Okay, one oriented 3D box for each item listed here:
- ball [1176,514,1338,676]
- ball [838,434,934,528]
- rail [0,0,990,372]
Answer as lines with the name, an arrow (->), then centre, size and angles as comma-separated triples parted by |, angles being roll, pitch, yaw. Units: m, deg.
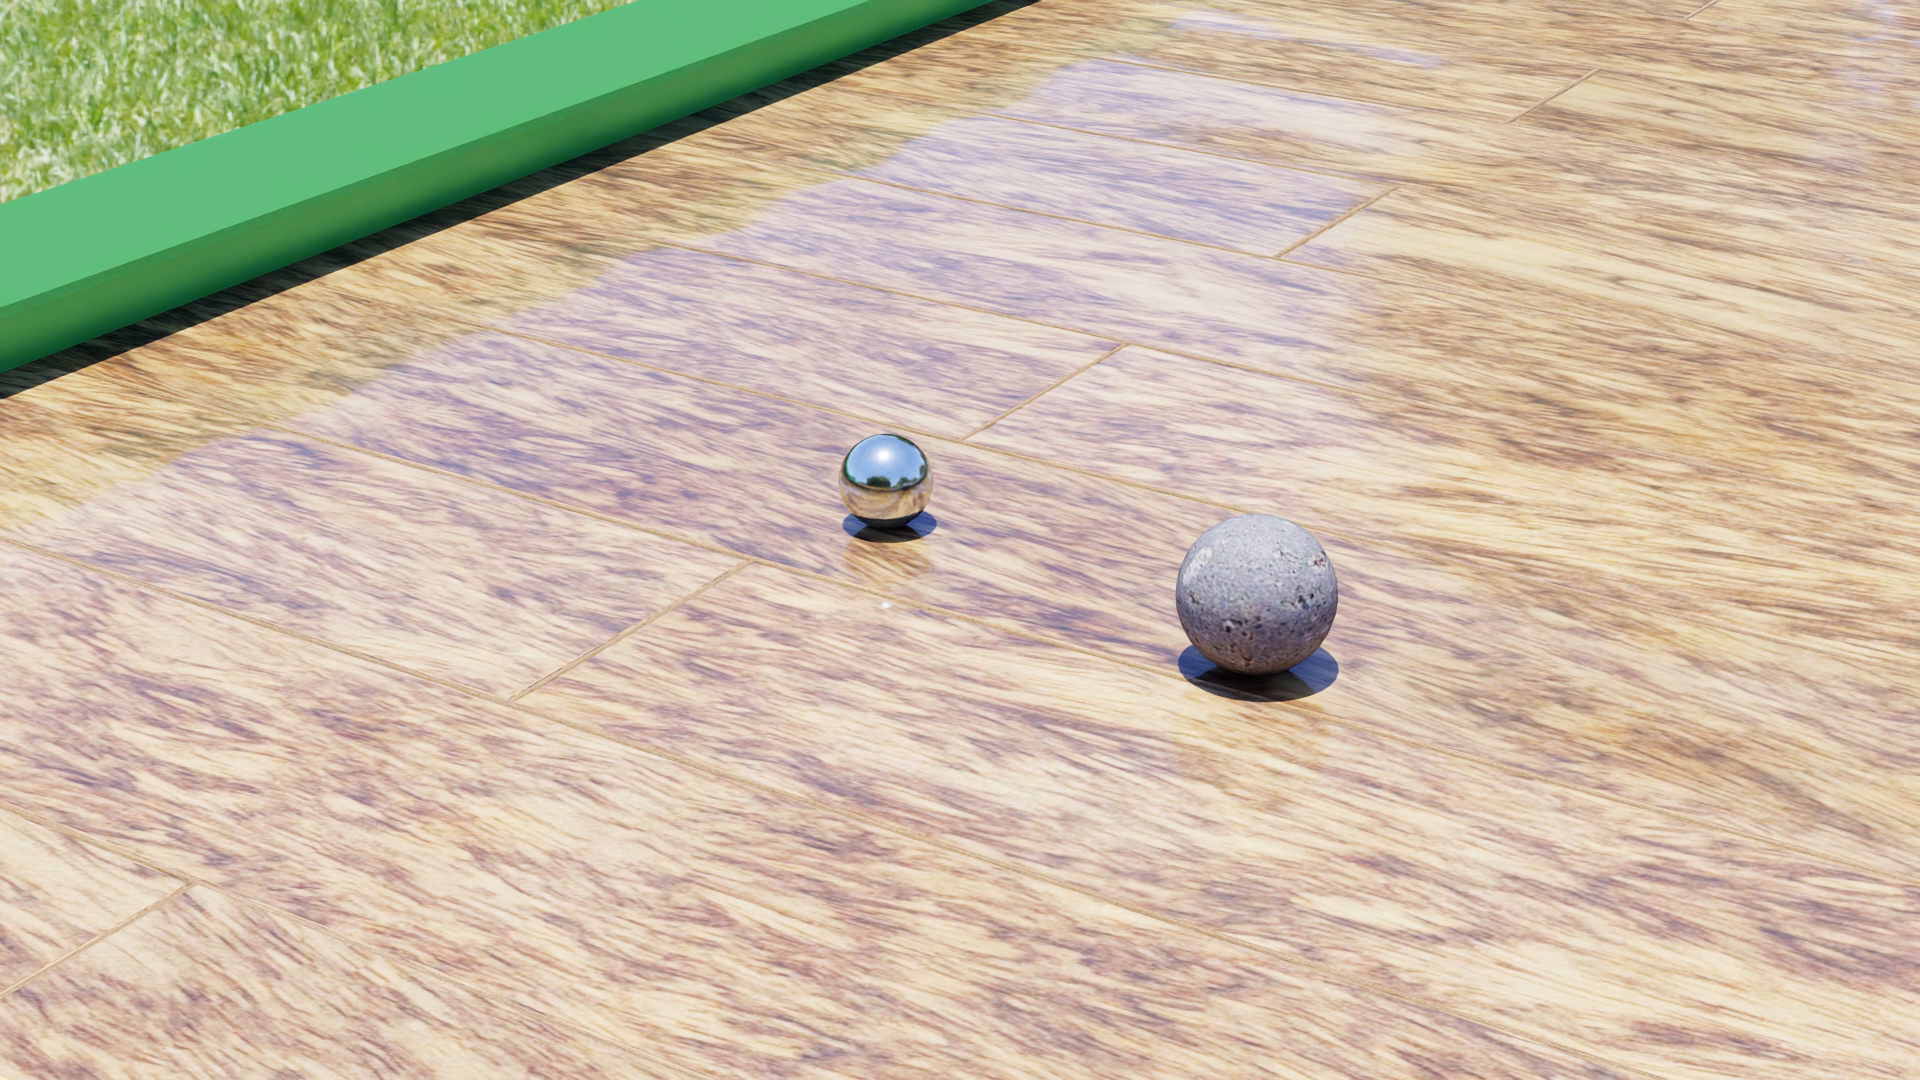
ball -> 0.181, 0.033, 1.794 | 0.099, 0.099, 0.099 | 0, 24, 0
ball -> -0.050, -0.040, 2.001 | 0.065, 0.065, 0.065 | 0, 24, 0
rail -> -0.246, -0.486, 2.922 | 0.045, 0.129, 3.304 | 15, 28, 30
